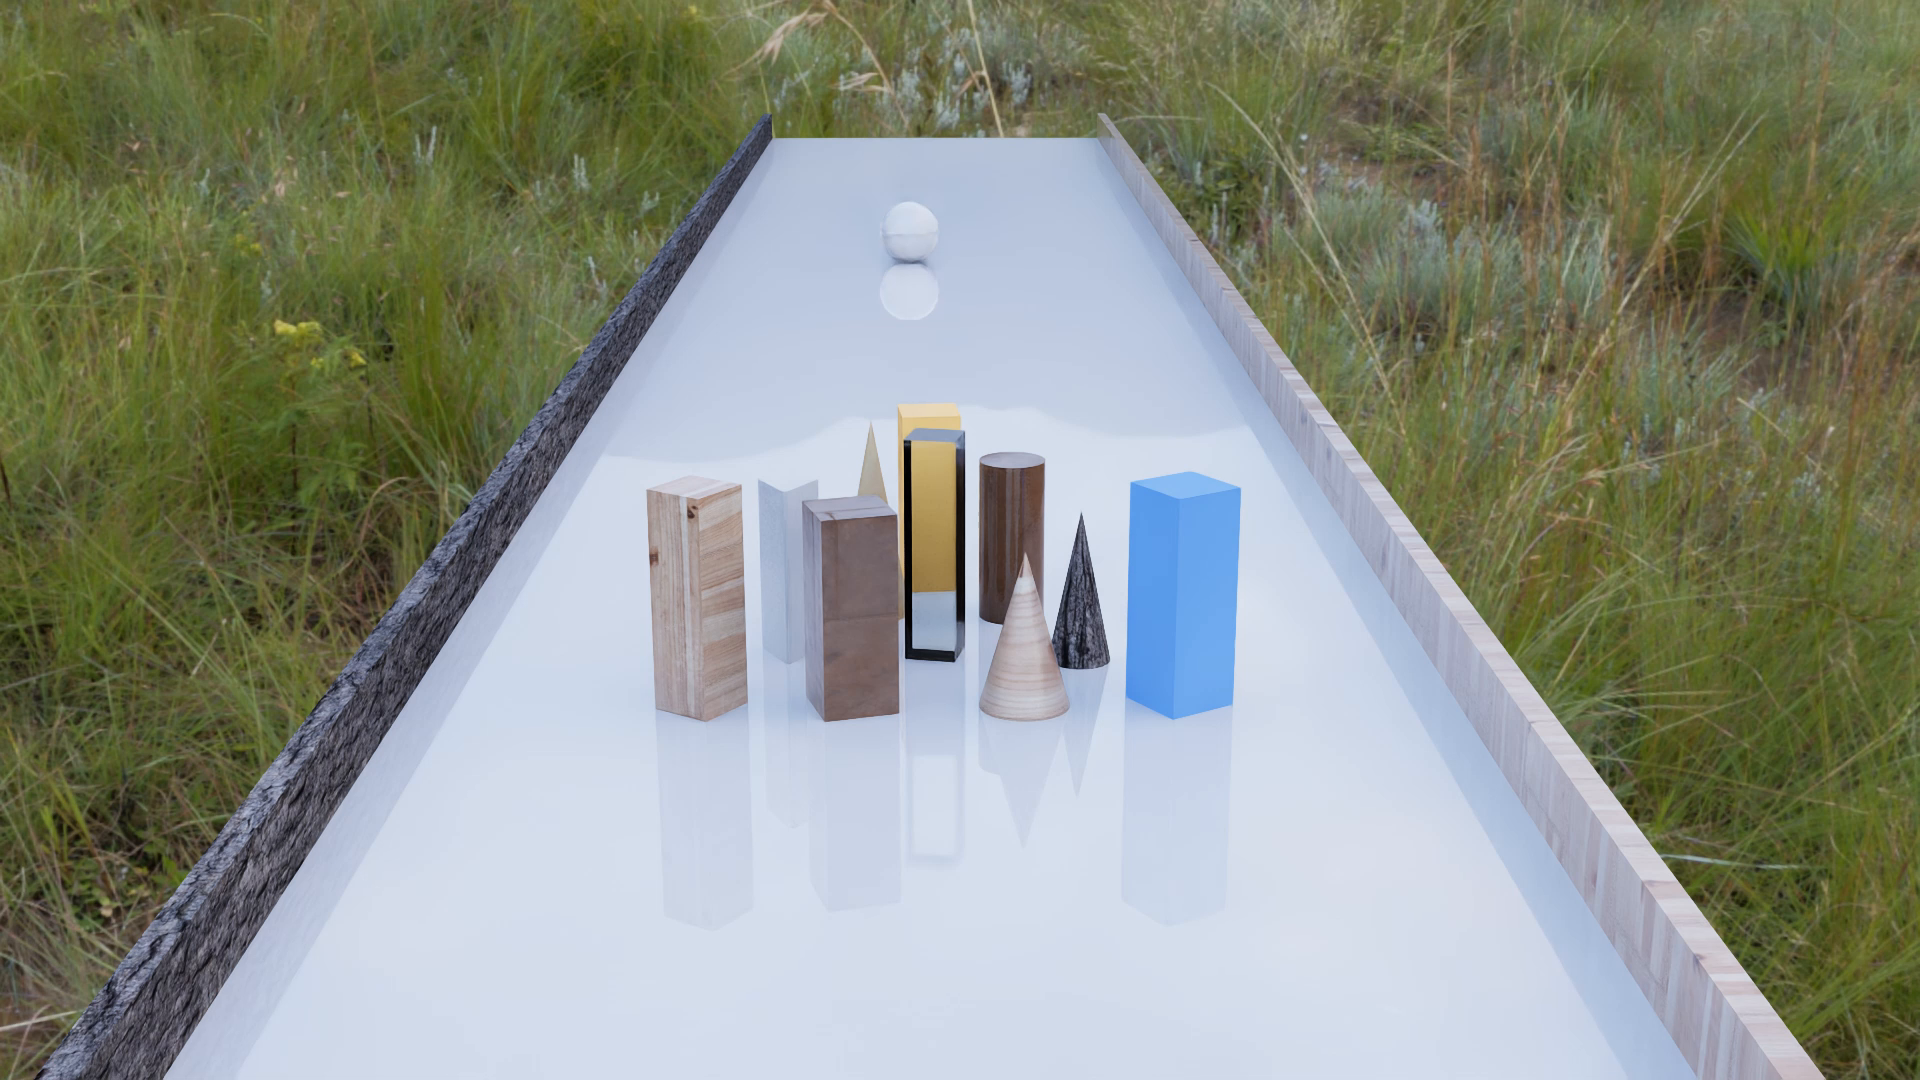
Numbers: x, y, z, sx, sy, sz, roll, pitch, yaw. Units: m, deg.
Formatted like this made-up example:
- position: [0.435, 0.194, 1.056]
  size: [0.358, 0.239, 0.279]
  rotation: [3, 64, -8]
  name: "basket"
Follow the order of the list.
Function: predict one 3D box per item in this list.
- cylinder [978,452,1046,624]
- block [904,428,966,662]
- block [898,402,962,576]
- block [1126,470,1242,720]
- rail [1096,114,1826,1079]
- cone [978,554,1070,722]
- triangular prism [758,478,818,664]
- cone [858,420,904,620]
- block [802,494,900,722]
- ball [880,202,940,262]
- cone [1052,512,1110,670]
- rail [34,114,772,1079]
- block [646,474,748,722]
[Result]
- position: [0.109, -0.004, 4.641]
  size: [0.139, 0.341, 0.139]
  rotation: [0, 17, 0]
  name: "cylinder"
- position: [-0.050, 0.011, 4.396]
  size: [0.102, 0.453, 0.102]
  rotation: [3, 17, 12]
  name: "block"
- position: [-0.068, -0.099, 4.881]
  size: [0.128, 0.387, 0.128]
  rotation: [-2, 17, -6]
  name: "block"
- position: [0.418, 0.102, 4.135]
  size: [0.145, 0.427, 0.145]
  rotation: [-11, 20, -32]
  name: "block"
- position: [0.932, -0.844, 7.801]
  size: [0.050, 0.150, 12.000]
  rotation: [0, 17, -1]
  name: "rail"
- position: [0.122, 0.167, 4.130]
  size: [0.174, 0.305, 0.174]
  rotation: [0, 17, 0]
  name: "cone"
- position: [-0.357, 0.055, 4.415]
  size: [0.102, 0.357, 0.118]
  rotation: [9, 19, 29]
  name: "triangular prism"
- position: [-0.186, -0.049, 4.648]
  size: [0.159, 0.424, 0.159]
  rotation: [0, 17, 0]
  name: "cone"
- position: [-0.204, 0.126, 4.119]
  size: [0.145, 0.389, 0.145]
  rotation: [-5, 17, -17]
  name: "block"
- position: [-0.210, -1.272, 9.070]
  size: [0.247, 0.247, 0.247]
  rotation: [0, 17, 0]
  name: "ball"
- position: [0.240, 0.090, 4.378]
  size: [0.126, 0.312, 0.126]
  rotation: [0, 17, 0]
  name: "cone"
- position: [-1.118, -0.838, 7.780]
  size: [0.050, 0.150, 12.000]
  rotation: [0, 17, -1]
  name: "rail"
- position: [-0.489, 0.108, 4.109]
  size: [0.124, 0.430, 0.124]
  rotation: [11, 20, 32]
  name: "block"
